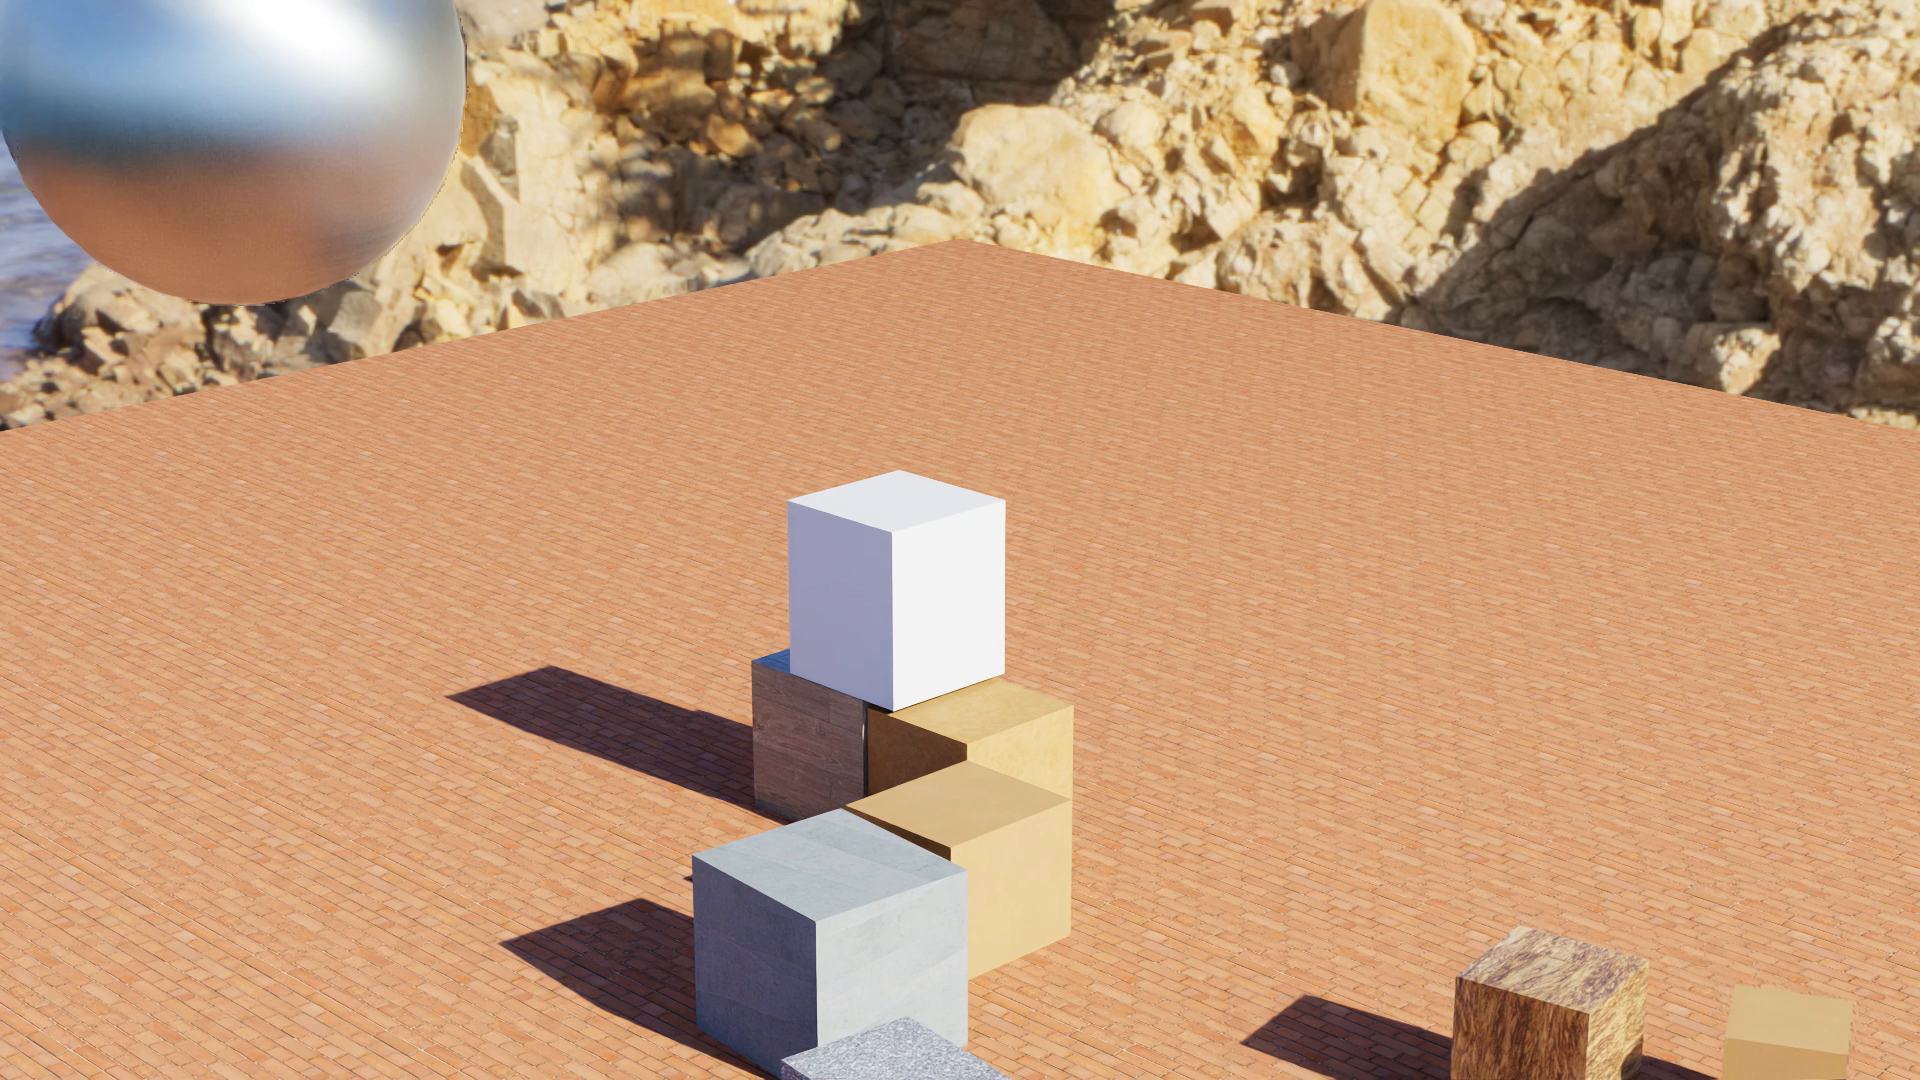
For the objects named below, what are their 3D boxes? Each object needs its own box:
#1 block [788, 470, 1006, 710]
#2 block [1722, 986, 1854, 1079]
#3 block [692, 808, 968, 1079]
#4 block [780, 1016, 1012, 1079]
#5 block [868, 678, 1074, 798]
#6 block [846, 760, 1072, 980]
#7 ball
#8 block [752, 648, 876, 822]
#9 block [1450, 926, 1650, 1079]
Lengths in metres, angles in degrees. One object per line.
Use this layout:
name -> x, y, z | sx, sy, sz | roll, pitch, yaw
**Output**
block -> -0.296, 0.222, 13.730 | 0.720, 0.853, 0.712 | -16, 24, -42
block -> 3.105, 2.032, 11.040 | 0.437, 0.504, 0.460 | 6, 18, 18
block -> -0.523, 1.652, 11.807 | 0.754, 0.768, 0.826 | -14, 22, -38
block -> -0.224, 2.163, 10.410 | 0.560, 0.630, 0.618 | -13, 22, -36
block -> 0.049, 1.106, 13.641 | 0.696, 0.709, 0.650 | -17, 24, -42
block -> -0.004, 1.434, 12.714 | 0.737, 0.640, 0.643 | -17, 24, -42
ball -> -2.525, -1.619, 10.186 | 1.600, 1.600, 1.600 | 0, 17, 0
block -> -0.458, 0.935, 14.128 | 0.751, 0.745, 0.778 | -17, 24, -42
block -> 2.253, 1.917, 11.229 | 0.541, 0.609, 0.555 | 12, 21, 33
